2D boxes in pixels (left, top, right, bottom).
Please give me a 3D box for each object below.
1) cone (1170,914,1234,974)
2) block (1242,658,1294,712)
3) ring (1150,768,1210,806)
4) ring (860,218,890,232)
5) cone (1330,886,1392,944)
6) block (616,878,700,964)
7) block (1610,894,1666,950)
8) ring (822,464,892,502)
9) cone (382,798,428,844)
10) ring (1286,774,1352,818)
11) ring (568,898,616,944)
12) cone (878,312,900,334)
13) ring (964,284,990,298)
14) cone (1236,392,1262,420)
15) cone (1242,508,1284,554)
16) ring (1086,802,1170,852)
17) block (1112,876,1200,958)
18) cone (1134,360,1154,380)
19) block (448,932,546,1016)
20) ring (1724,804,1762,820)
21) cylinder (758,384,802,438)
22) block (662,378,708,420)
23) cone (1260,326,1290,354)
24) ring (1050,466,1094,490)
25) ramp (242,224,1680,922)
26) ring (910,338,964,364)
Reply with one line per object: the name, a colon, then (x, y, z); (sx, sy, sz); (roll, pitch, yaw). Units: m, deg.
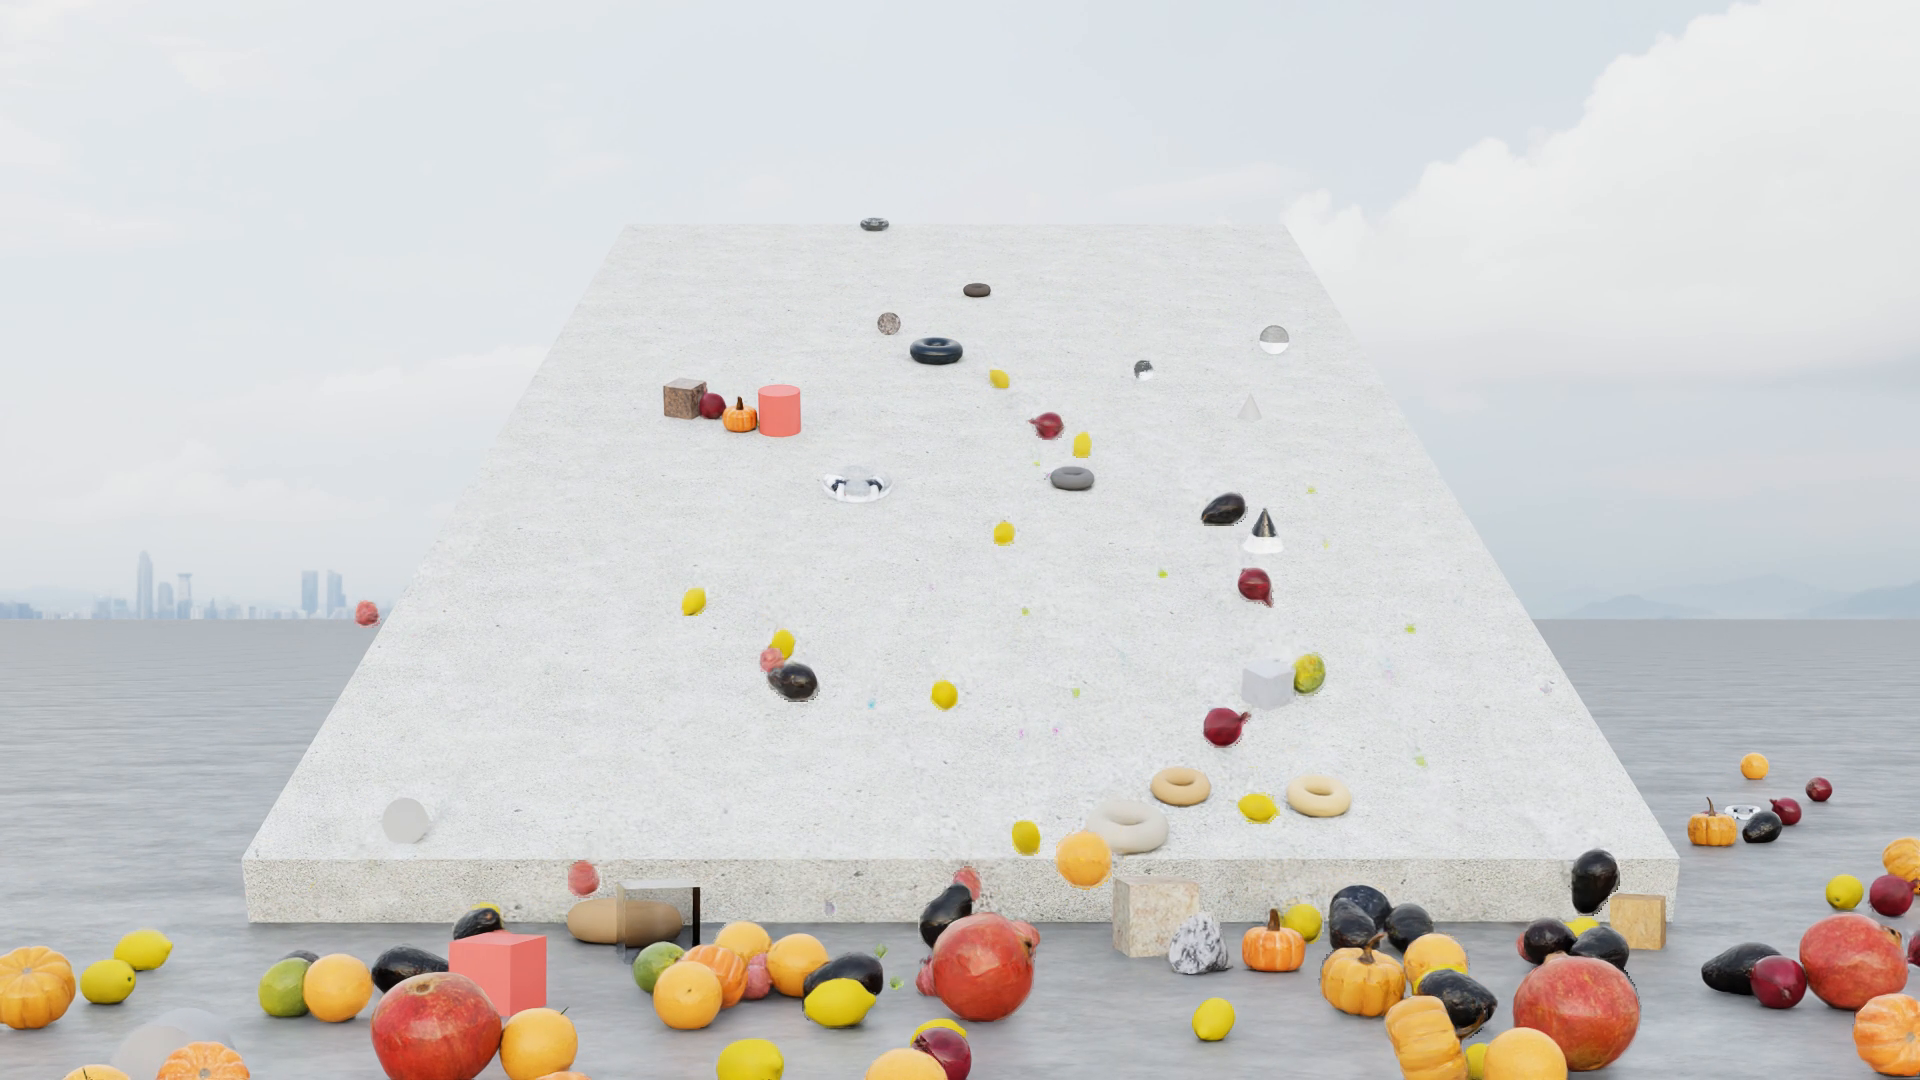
cone: (0.309, 0.506, 2.770); (0.077, 0.077, 0.077); (35, -23, -34)
block: (0.494, 0.233, 3.643); (0.058, 0.058, 0.058); (-14, 25, -34)
ring: (0.324, 0.362, 3.339); (0.089, 0.030, 0.089); (0, 22, 0)
ring: (-0.257, -0.949, 6.836); (0.089, 0.030, 0.089); (1, 20, 0)
cone: (0.527, 0.513, 3.007); (0.081, 0.081, 0.081); (-1, 25, 15)
block: (-0.381, 0.480, 2.870); (0.093, 0.093, 0.093); (1, -2, -15)
block: (0.887, 0.499, 2.976); (0.063, 0.063, 0.063); (-1, -2, 23)
ring: (-0.207, -0.114, 4.582); (0.143, 0.048, 0.143); (1, 20, 0)
cone: (-0.777, 0.399, 3.234); (0.066, 0.066, 0.066); (0, -6, 7)
ring: (0.521, 0.372, 3.308); (0.094, 0.031, 0.094); (3, 23, -1)
ring: (-0.449, 0.508, 3.035); (0.149, 0.050, 0.149); (1, -3, 0)
cone: (-0.178, -0.541, 5.751); (0.059, 0.059, 0.059); (0, -8, 0)
ring: (0.046, -0.670, 6.098); (0.075, 0.025, 0.075); (-1, 22, 0)
cone: (0.647, -0.301, 5.070); (0.057, 0.057, 0.057); (0, 21, 0)
cone: (0.575, -0.025, 4.300); (0.080, 0.080, 0.080); (0, 21, 0)
ring: (0.237, 0.405, 3.210); (0.117, 0.039, 0.117); (1, 20, 0)
block: (0.252, 0.483, 2.926); (0.091, 0.091, 0.091); (0, -2, -10)
cone: (0.424, -0.395, 5.370); (0.050, 0.050, 0.050); (1, -8, -19)
block: (-0.508, 0.477, 2.499); (0.076, 0.076, 0.076); (-1, -2, 20)
ring: (1.658, 0.576, 4.815); (0.076, 0.025, 0.076); (0, -1, 0)
cylinder: (-0.394, -0.282, 4.965); (0.092, 0.092, 0.092); (0, 21, 0)
block: (-0.614, -0.316, 5.084); (0.071, 0.071, 0.071); (9, 22, 23)
cone: (0.773, -0.487, 5.602); (0.072, 0.072, 0.072); (0, -6, 5)
ring: (0.229, -0.126, 4.640); (0.091, 0.030, 0.091); (1, 19, 0)
ramp: (-0.005, -0.211, 5.051); (2.000, 0.100, 4.000); (0, 21, 0)
ring: (-0.057, -0.458, 5.508); (0.131, 0.044, 0.131); (1, 20, 0)
